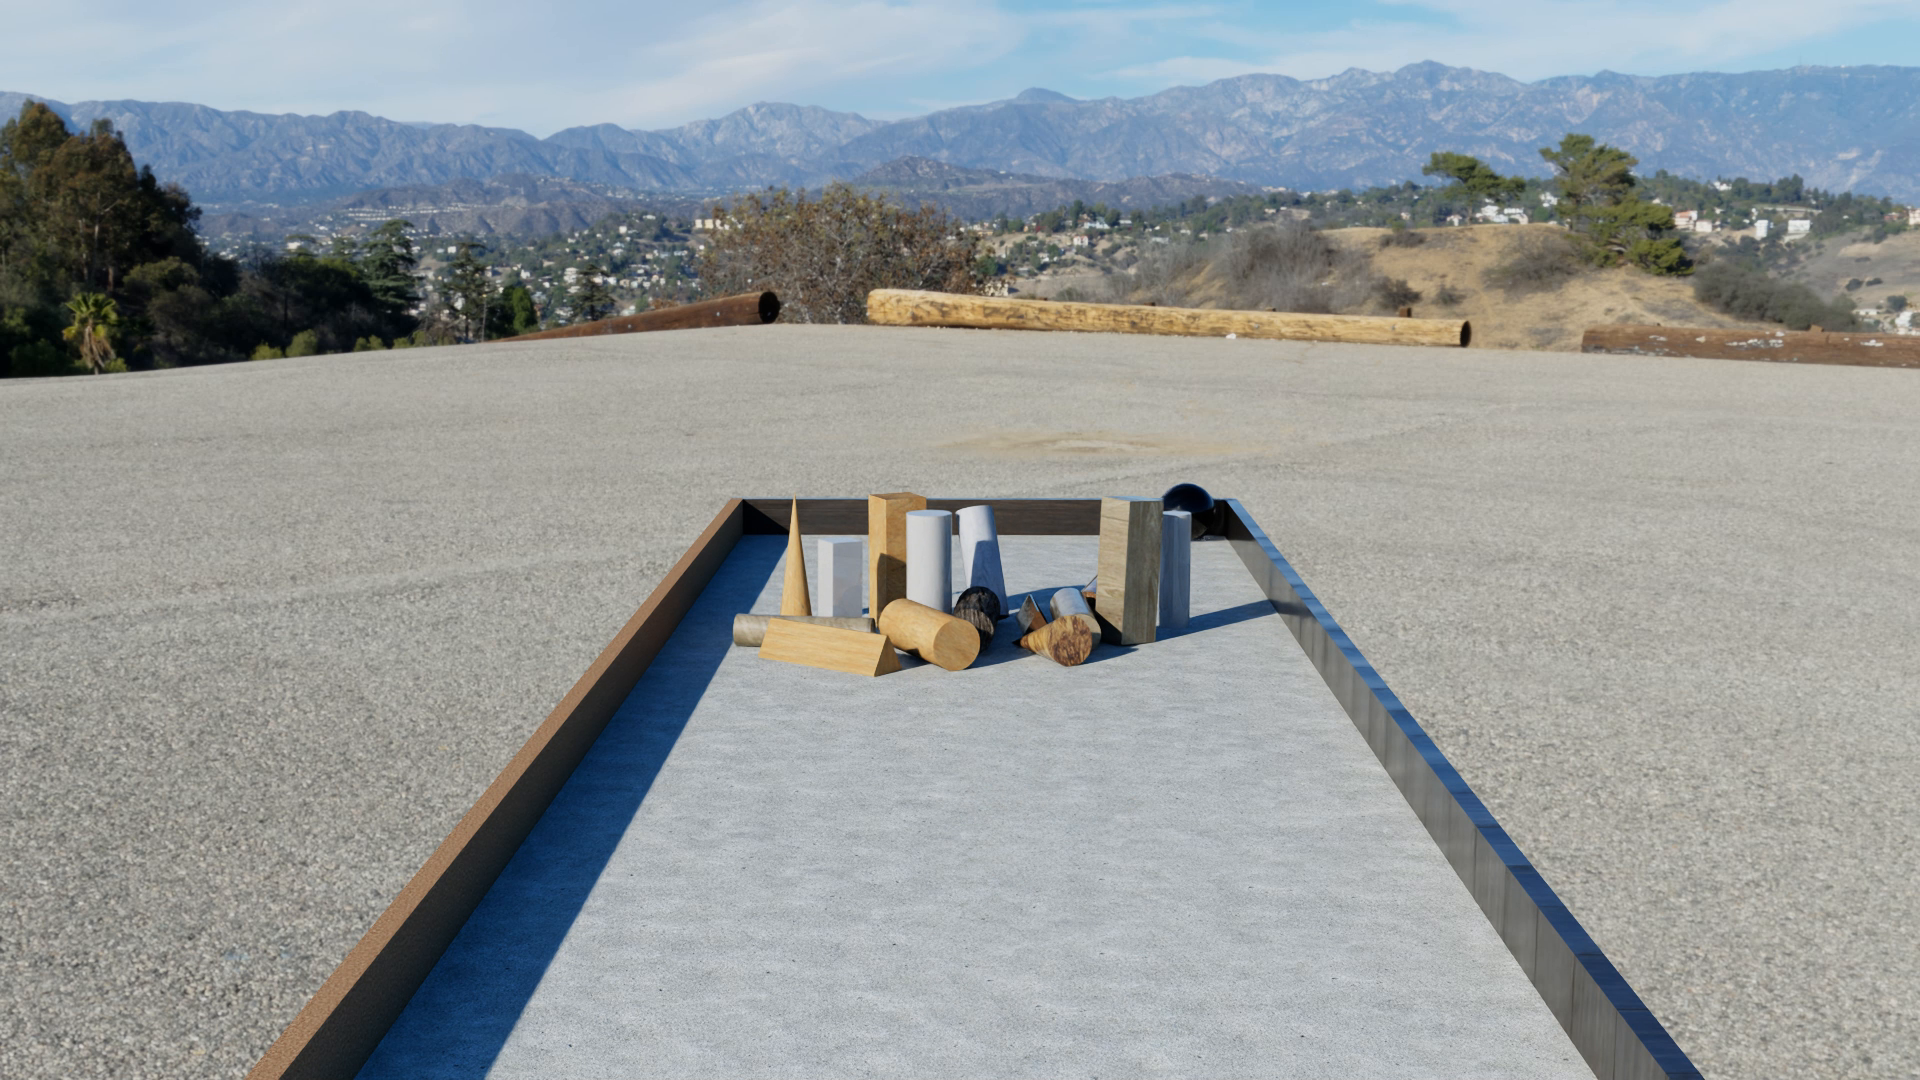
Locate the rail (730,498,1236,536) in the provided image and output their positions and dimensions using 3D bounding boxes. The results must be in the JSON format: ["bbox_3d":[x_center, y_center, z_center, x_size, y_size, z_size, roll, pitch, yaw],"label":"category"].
[{"bbox_3d":[0.099,-0.098,9.147,2.100,0.150,0.050,0,9,1],"label":"rail"}]

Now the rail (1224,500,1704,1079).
[{"bbox_3d":[1.046,0.843,3.208,0.050,0.150,12.000,0,9,1],"label":"rail"}]

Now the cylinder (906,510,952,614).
[{"bbox_3d":[-0.097,0.118,6.953,0.144,0.411,0.144,0,9,0],"label":"cylinder"}]

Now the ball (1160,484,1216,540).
[{"bbox_3d":[0.926,-0.115,8.982,0.235,0.235,0.235,0,9,0],"label":"ball"}]

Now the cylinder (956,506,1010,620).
[{"bbox_3d":[0.073,0.080,7.260,0.125,0.369,0.125,-8,-11,-2],"label":"cylinder"}]

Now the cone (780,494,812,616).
[{"bbox_3d":[-0.540,0.058,7.218,0.113,0.447,0.113,0,9,0],"label":"cone"}]

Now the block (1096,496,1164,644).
[{"bbox_3d":[0.533,0.093,6.952,0.138,0.452,0.138,-2,9,-35],"label":"block"}]

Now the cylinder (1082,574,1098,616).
[{"bbox_3d":[0.466,0.191,7.480,0.102,0.102,0.396,2,9,12],"label":"cylinder"}]

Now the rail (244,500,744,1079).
[{"bbox_3d":[-1.004,0.839,3.234,0.050,0.150,12.000,0,9,1],"label":"rail"}]

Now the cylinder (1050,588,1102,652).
[{"bbox_3d":[0.364,0.255,6.993,0.128,0.128,0.459,0,9,-2],"label":"cylinder"}]

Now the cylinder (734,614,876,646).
[{"bbox_3d":[-0.485,0.287,6.877,0.434,0.100,0.100,1,9,9],"label":"cylinder"}]

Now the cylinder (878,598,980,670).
[{"bbox_3d":[-0.096,0.286,6.702,0.157,0.157,0.378,-5,10,-27],"label":"cylinder"}]

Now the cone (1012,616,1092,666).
[{"bbox_3d":[0.246,0.314,6.787,0.154,0.154,0.385,-4,-1,-26],"label":"cone"}]

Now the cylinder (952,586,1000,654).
[{"bbox_3d":[0.046,0.252,6.958,0.144,0.144,0.397,1,9,4],"label":"cylinder"}]

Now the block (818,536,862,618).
[{"bbox_3d":[-0.380,0.159,6.967,0.104,0.323,0.104,-4,10,-30],"label":"block"}]

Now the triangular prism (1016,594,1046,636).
[{"bbox_3d":[0.242,0.243,7.196,0.095,0.083,0.316,-1,9,-3],"label":"triangular prism"}]

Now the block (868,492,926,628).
[{"bbox_3d":[-0.204,0.070,7.191,0.142,0.431,0.142,-4,10,-25],"label":"block"}]

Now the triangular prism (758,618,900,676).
[{"bbox_3d":[-0.396,0.316,6.641,0.458,0.112,0.129,7,11,37],"label":"triangular prism"}]

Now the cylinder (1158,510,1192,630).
[{"bbox_3d":[0.703,0.097,7.195,0.101,0.376,0.101,0,9,0],"label":"cylinder"}]
